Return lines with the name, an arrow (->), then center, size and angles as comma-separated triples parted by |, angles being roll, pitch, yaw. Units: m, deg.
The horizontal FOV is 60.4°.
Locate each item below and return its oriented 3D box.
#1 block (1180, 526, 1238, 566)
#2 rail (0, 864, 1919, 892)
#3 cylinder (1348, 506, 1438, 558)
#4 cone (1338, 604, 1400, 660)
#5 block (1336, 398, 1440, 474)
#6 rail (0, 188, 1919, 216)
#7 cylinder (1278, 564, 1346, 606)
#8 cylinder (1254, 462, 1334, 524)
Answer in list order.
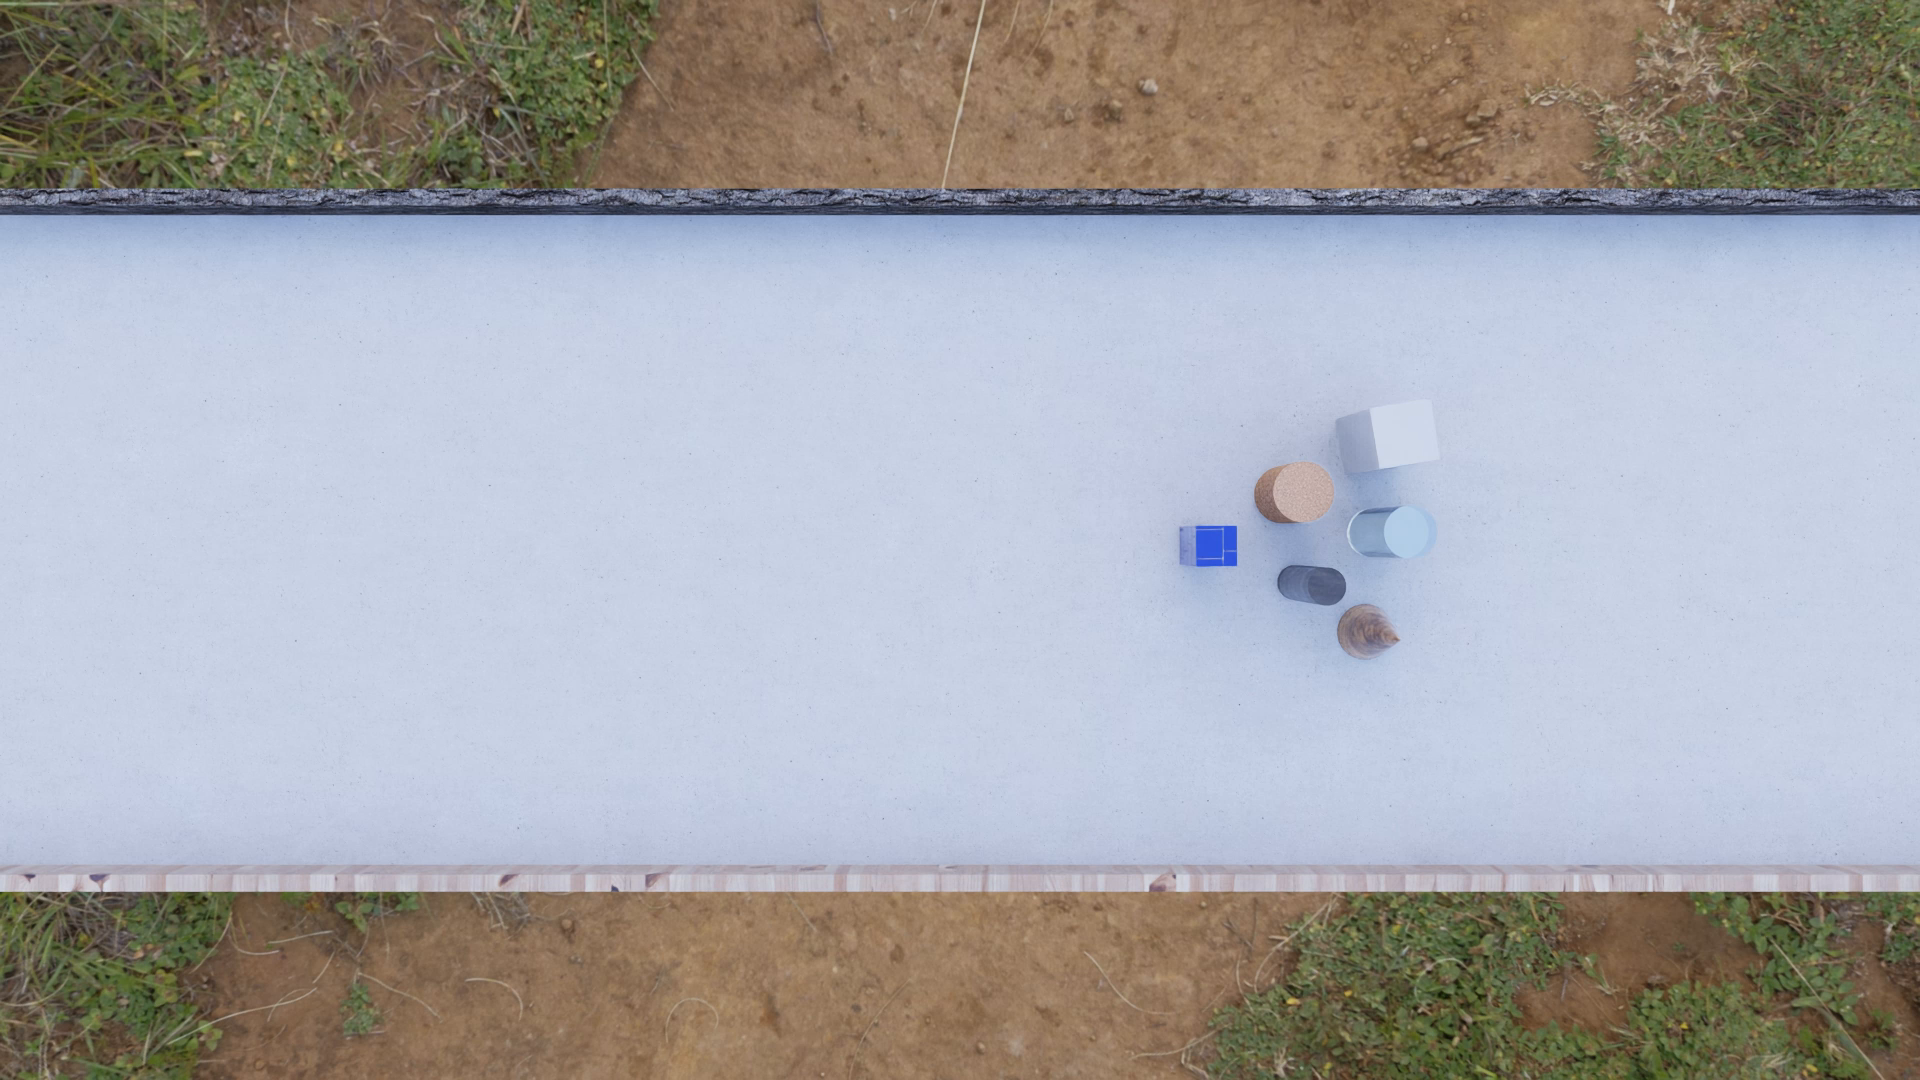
block -> 0.734, 0.017, 4.898 | 0.117, 0.358, 0.117 | 0, 90, 0
rail -> -2.247, 1.025, 5.001 | 12.000, 0.150, 0.050 | 0, 90, 0
cylinder -> 1.266, -0.022, 4.856 | 0.151, 0.442, 0.151 | 0, 90, 0
cone -> 1.247, 0.283, 4.868 | 0.173, 0.417, 0.173 | 0, 90, 0
block -> 1.255, -0.300, 4.864 | 0.174, 0.425, 0.174 | -10, 90, 0
rail -> -2.247, -1.025, 5.002 | 12.000, 0.150, 0.050 | 0, 90, 0
cylinder -> 1.031, 0.131, 4.853 | 0.108, 0.446, 0.108 | 0, 90, 0
cylinder -> 0.994, -0.139, 4.922 | 0.177, 0.309, 0.177 | 0, 90, 0
